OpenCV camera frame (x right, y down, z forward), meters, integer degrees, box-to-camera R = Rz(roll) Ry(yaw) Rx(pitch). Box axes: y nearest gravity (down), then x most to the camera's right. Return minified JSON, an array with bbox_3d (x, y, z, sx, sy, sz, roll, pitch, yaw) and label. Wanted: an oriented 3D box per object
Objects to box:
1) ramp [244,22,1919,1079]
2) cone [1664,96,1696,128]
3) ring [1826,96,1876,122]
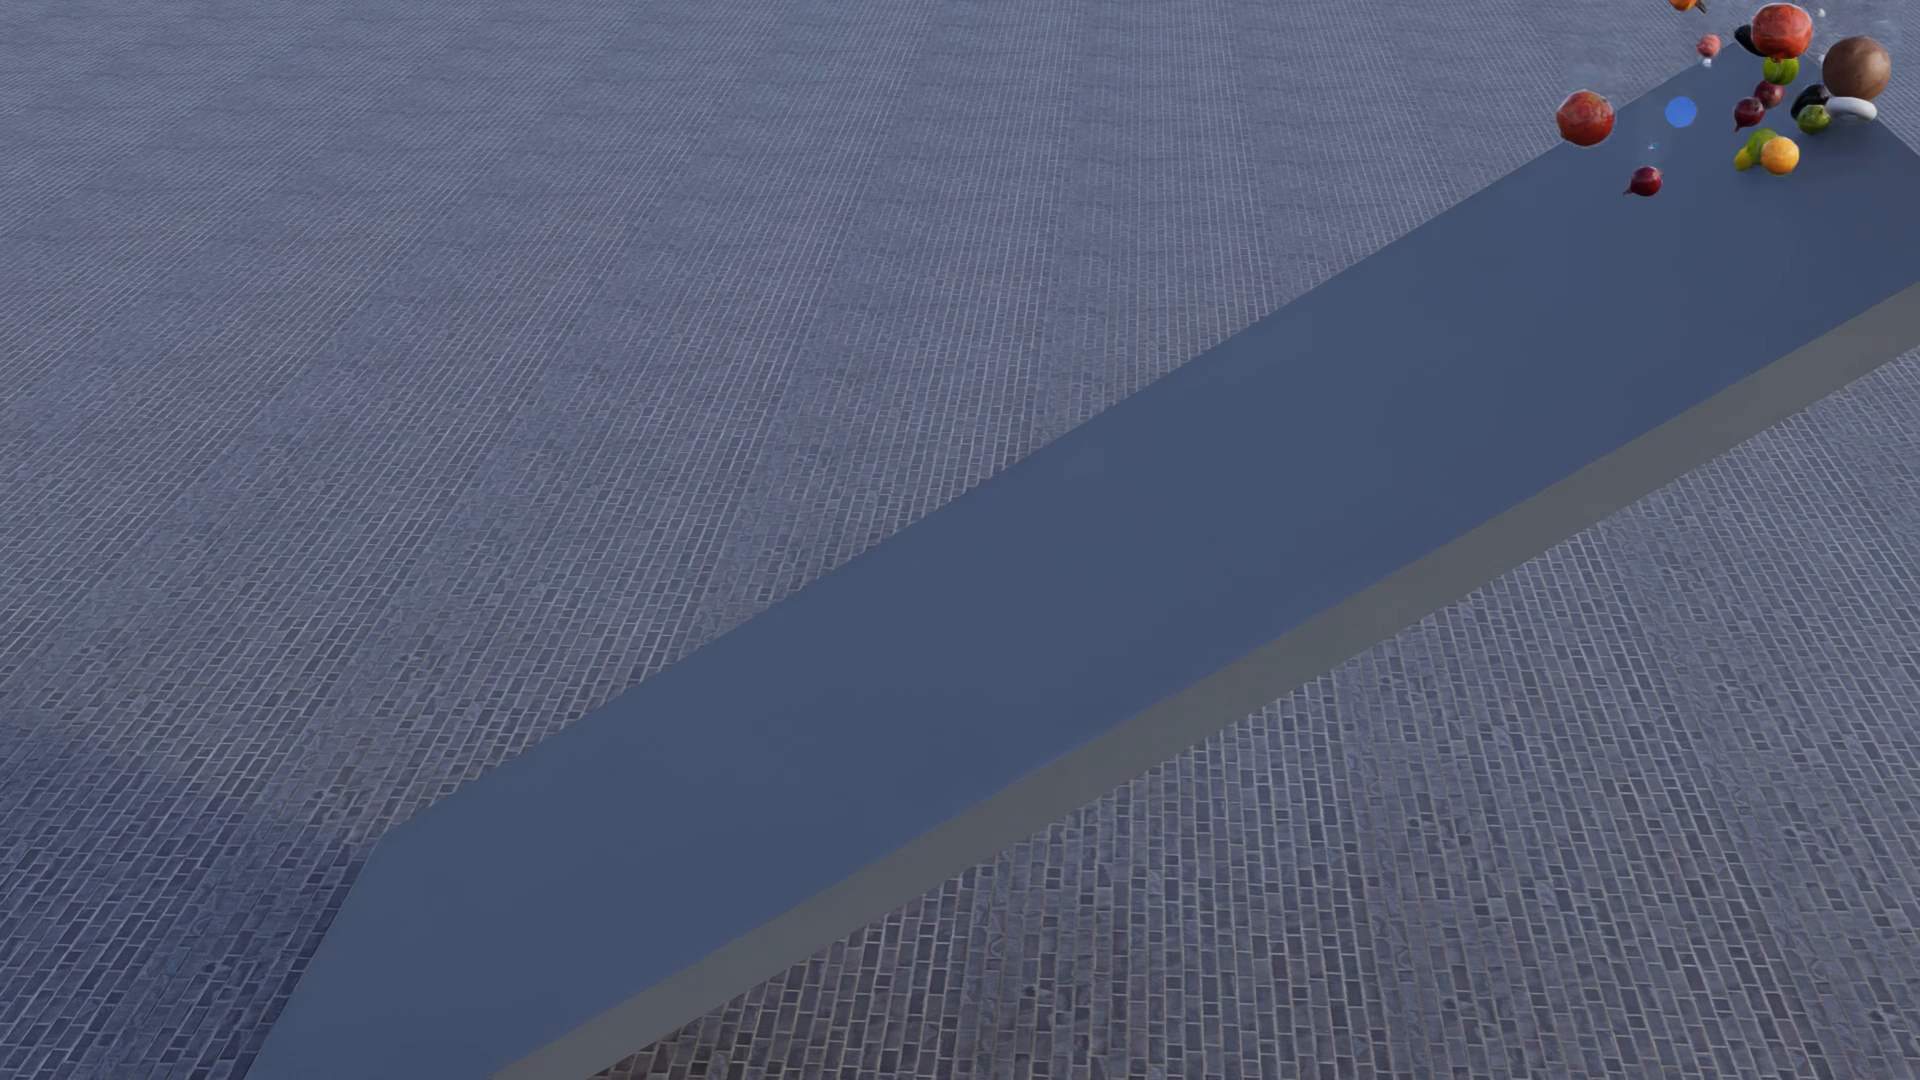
[{"bbox_3d":[0.140,0.170,6.293,4.000,0.100,2.000,-30,15,13],"label":"ramp"},{"bbox_3d":[1.401,-0.840,5.728,0.060,0.060,0.060,3,21,7],"label":"cone"},{"bbox_3d":[1.729,-0.835,5.709,0.097,0.032,0.097,13,-3,1],"label":"ring"}]
